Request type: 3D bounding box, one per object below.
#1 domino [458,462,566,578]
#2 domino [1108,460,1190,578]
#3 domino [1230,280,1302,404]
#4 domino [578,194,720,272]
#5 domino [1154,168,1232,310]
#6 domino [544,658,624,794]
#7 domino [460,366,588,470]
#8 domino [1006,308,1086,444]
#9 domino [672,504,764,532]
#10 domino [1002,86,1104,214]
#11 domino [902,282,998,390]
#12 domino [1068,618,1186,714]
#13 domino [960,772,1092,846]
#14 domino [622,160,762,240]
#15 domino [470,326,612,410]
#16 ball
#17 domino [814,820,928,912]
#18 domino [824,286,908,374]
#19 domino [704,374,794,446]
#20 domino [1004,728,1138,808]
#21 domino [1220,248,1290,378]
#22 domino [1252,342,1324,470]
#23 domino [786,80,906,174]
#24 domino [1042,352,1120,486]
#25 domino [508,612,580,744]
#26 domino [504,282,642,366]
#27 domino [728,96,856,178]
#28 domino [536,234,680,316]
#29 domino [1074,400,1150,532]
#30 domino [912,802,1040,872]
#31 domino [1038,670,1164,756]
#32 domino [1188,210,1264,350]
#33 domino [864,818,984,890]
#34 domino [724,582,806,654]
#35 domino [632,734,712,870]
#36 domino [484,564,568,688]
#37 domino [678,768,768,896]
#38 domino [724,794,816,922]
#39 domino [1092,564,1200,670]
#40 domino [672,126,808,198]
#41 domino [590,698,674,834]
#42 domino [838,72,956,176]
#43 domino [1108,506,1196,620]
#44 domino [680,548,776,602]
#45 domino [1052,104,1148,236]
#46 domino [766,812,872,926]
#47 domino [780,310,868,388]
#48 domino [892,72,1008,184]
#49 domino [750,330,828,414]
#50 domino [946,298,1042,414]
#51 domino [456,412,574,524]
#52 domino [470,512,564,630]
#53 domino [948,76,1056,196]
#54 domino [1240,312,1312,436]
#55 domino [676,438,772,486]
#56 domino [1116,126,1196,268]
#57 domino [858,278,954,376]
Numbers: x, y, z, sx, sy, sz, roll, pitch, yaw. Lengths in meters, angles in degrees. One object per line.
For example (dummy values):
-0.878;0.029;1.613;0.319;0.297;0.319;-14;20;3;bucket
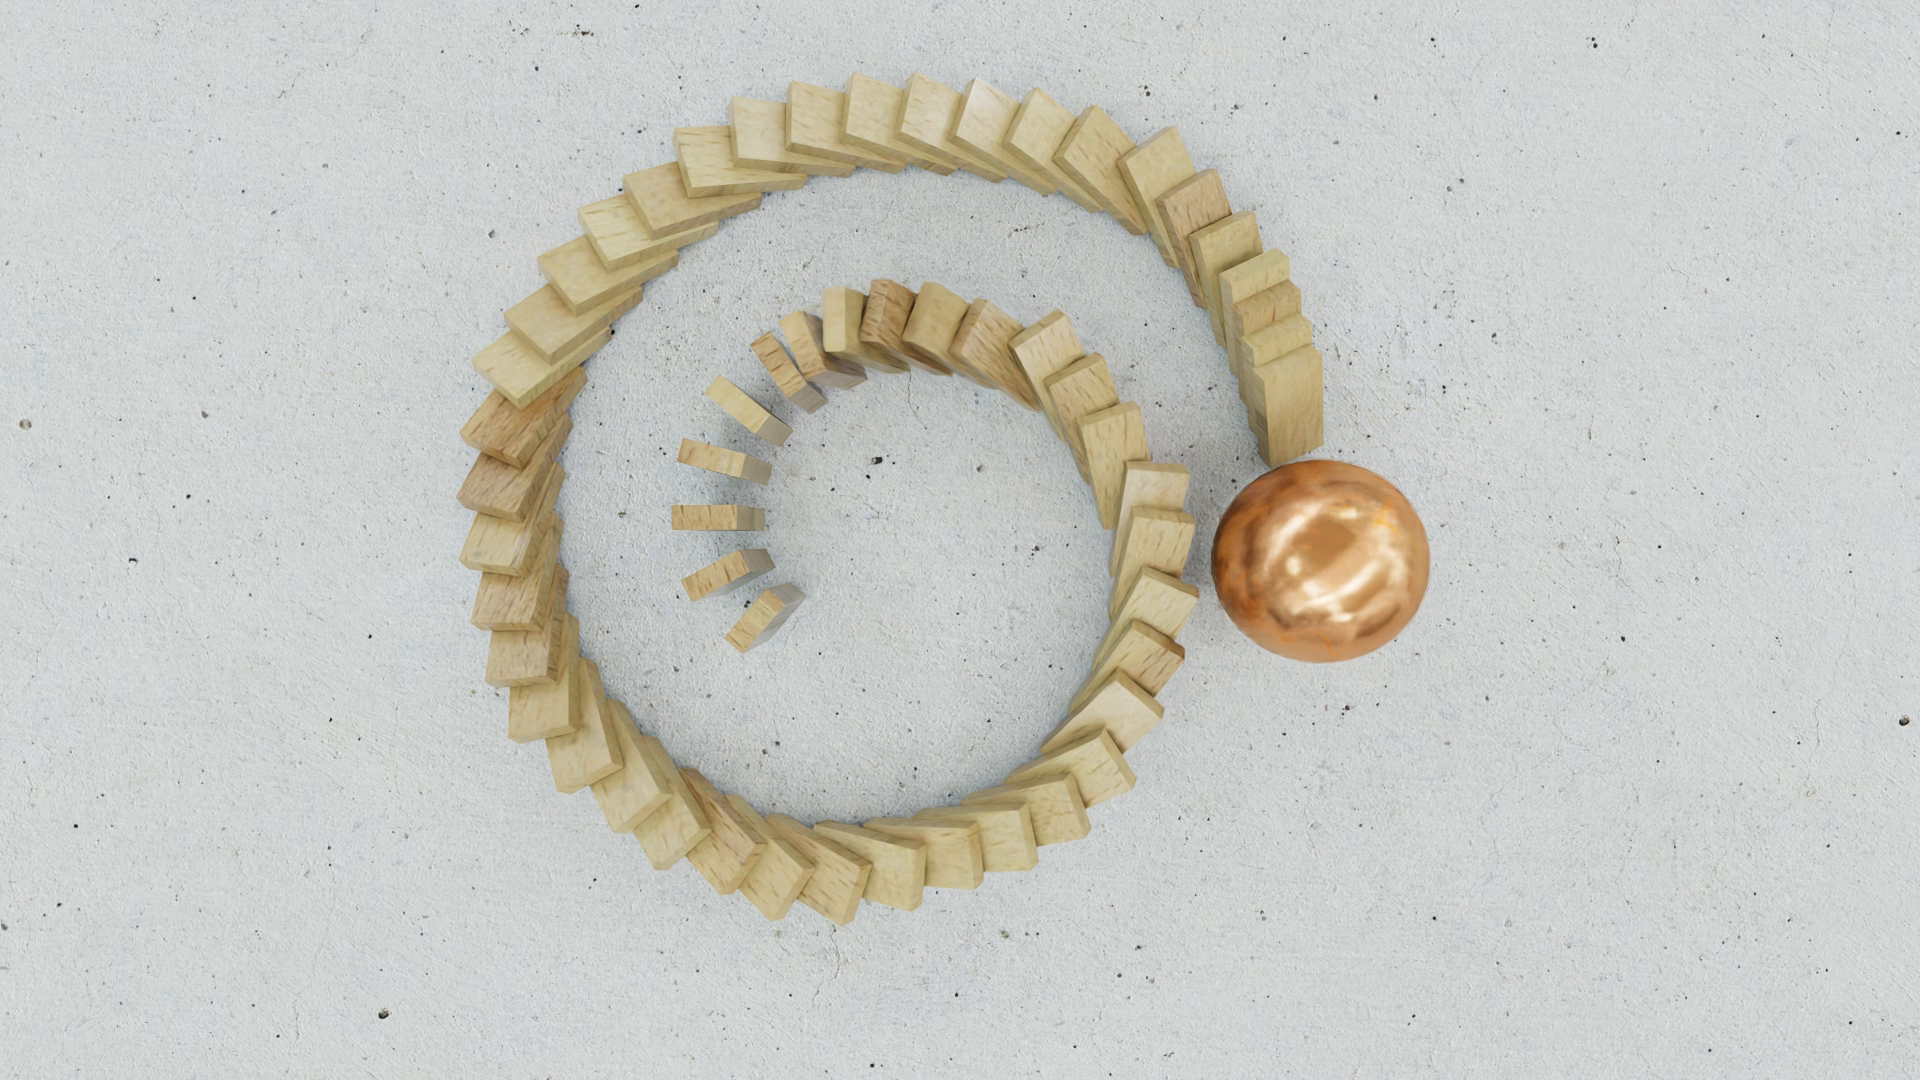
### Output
-0.187;-0.011;0.385;0.025;0.010;0.050;8;64;0;domino
0.078;-0.007;0.384;0.025;0.009;0.050;4;117;0;domino
0.128;-0.080;0.379;0.025;0.050;0.010;-25;46;0;domino
-0.130;-0.134;0.385;0.050;0.009;0.025;-31;90;-26;domino
0.103;-0.126;0.385;0.025;0.009;0.050;-31;117;0;domino
-0.160;0.077;0.384;0.025;0.010;0.050;-27;63;0;domino
-0.182;-0.056;0.384;0.025;0.010;0.050;24;63;0;domino
0.042;-0.067;0.382;0.025;0.010;0.050;-34;123;0;domino
-0.098;-0.009;0.375;0.025;0.050;0.010;0;90;0;domino
0.044;-0.163;0.385;0.050;0.009;0.025;26;90;-26;domino
0.001;-0.084;0.379;0.050;0.010;0.025;21;90;-45;domino
0.070;0.059;0.385;0.025;0.010;0.050;31;117;0;domino
0.027;0.115;0.384;0.050;0.010;0.025;-20;90;27;domino
-0.112;-0.146;0.385;0.050;0.010;0.025;-29;90;-26;domino
-0.175;-0.080;0.385;0.025;0.009;0.050;40;64;0;domino
0.140;0.008;0.360;0.080;0.080;0.080;0;90;0;ball
-0.039;0.136;0.385;0.050;0.009;0.025;5;90;27;domino
-0.037;-0.085;0.375;0.010;0.050;0.025;0;90;26;domino
-0.085;-0.052;0.375;0.025;0.050;0.009;39;90;0;domino
0.046;0.101;0.384;0.050;0.009;0.025;-32;90;27;domino
0.123;-0.092;0.379;0.025;0.050;0.009;-25;46;0;domino
0.136;-0.054;0.379;0.025;0.050;0.010;-25;46;0;domino
-0.047;-0.173;0.385;0.050;0.009;0.025;1;90;-26;domino
0.055;-0.050;0.383;0.025;0.010;0.050;-27;121;0;domino
-0.174;0.057;0.385;0.025;0.010;0.050;-13;64;1;domino
-0.161;-0.098;0.385;0.025;0.009;0.050;42;64;0;domino
-0.070;-0.169;0.385;0.050;0.009;0.025;-6;90;-26;domino
-0.147;-0.117;0.385;0.050;0.010;0.025;-38;90;-26;domino
0.066;-0.031;0.384;0.025;0.010;0.050;-18;119;0;domino
0.006;0.125;0.385;0.050;0.010;0.025;-12;90;27;domino
0.059;0.080;0.385;0.025;0.010;0.050;40;117;0;domino
0.115;-0.108;0.383;0.025;0.009;0.050;-26;120;0;domino
-0.016;0.131;0.385;0.050;0.010;0.025;-7;90;27;domino
-0.079;0.031;0.375;0.009;0.050;0.025;41;90;0;domino
-0.128;0.110;0.385;0.025;0.010;0.050;-42;64;0;domino
-0.181;0.036;0.385;0.025;0.010;0.050;-6;64;1;domino
-0.106;0.121;0.385;0.050;0.009;0.025;35;90;26;domino
-0.087;0.132;0.385;0.050;0.010;0.025;32;90;27;domino
0.077;0.037;0.384;0.025;0.009;0.050;23;117;0;domino
-0.092;-0.160;0.385;0.050;0.010;0.025;-16;90;-27;domino
-0.143;0.094;0.385;0.025;0.010;0.050;-40;64;0;domino
-0.024;-0.174;0.385;0.050;0.009;0.025;8;90;-26;domino
0.079;0.012;0.383;0.025;0.009;0.050;7;118;-2;domino
-0.094;0.014;0.375;0.025;0.050;0.009;-28;90;0;domino
0.065;-0.154;0.384;0.050;0.010;0.025;32;90;-27;domino
-0.063;0.137;0.384;0.050;0.009;0.025;19;90;27;domino
-0.055;-0.077;0.375;0.009;0.050;0.025;-24;90;14;domino
-0.001;-0.172;0.385;0.050;0.010;0.025;13;90;-26;domino
-0.069;-0.067;0.375;0.009;0.050;0.025;-35;90;2;domino
0.020;-0.076;0.381;0.050;0.010;0.025;28;89;-37;domino
-0.186;-0.034;0.385;0.025;0.010;0.050;15;64;0;domino
-0.185;0.013;0.385;0.025;0.010;0.050;0;64;1;domino
0.022;-0.169;0.385;0.050;0.010;0.025;19;90;-26;domino
0.132;-0.067;0.379;0.025;0.050;0.009;-25;46;0;domino
-0.095;-0.031;0.375;0.025;0.050;0.010;15;90;0;domino
0.089;-0.143;0.385;0.025;0.010;0.050;-36;117;0;domino
-0.019;-0.086;0.377;0.009;0.050;0.025;12;90;37;domino
